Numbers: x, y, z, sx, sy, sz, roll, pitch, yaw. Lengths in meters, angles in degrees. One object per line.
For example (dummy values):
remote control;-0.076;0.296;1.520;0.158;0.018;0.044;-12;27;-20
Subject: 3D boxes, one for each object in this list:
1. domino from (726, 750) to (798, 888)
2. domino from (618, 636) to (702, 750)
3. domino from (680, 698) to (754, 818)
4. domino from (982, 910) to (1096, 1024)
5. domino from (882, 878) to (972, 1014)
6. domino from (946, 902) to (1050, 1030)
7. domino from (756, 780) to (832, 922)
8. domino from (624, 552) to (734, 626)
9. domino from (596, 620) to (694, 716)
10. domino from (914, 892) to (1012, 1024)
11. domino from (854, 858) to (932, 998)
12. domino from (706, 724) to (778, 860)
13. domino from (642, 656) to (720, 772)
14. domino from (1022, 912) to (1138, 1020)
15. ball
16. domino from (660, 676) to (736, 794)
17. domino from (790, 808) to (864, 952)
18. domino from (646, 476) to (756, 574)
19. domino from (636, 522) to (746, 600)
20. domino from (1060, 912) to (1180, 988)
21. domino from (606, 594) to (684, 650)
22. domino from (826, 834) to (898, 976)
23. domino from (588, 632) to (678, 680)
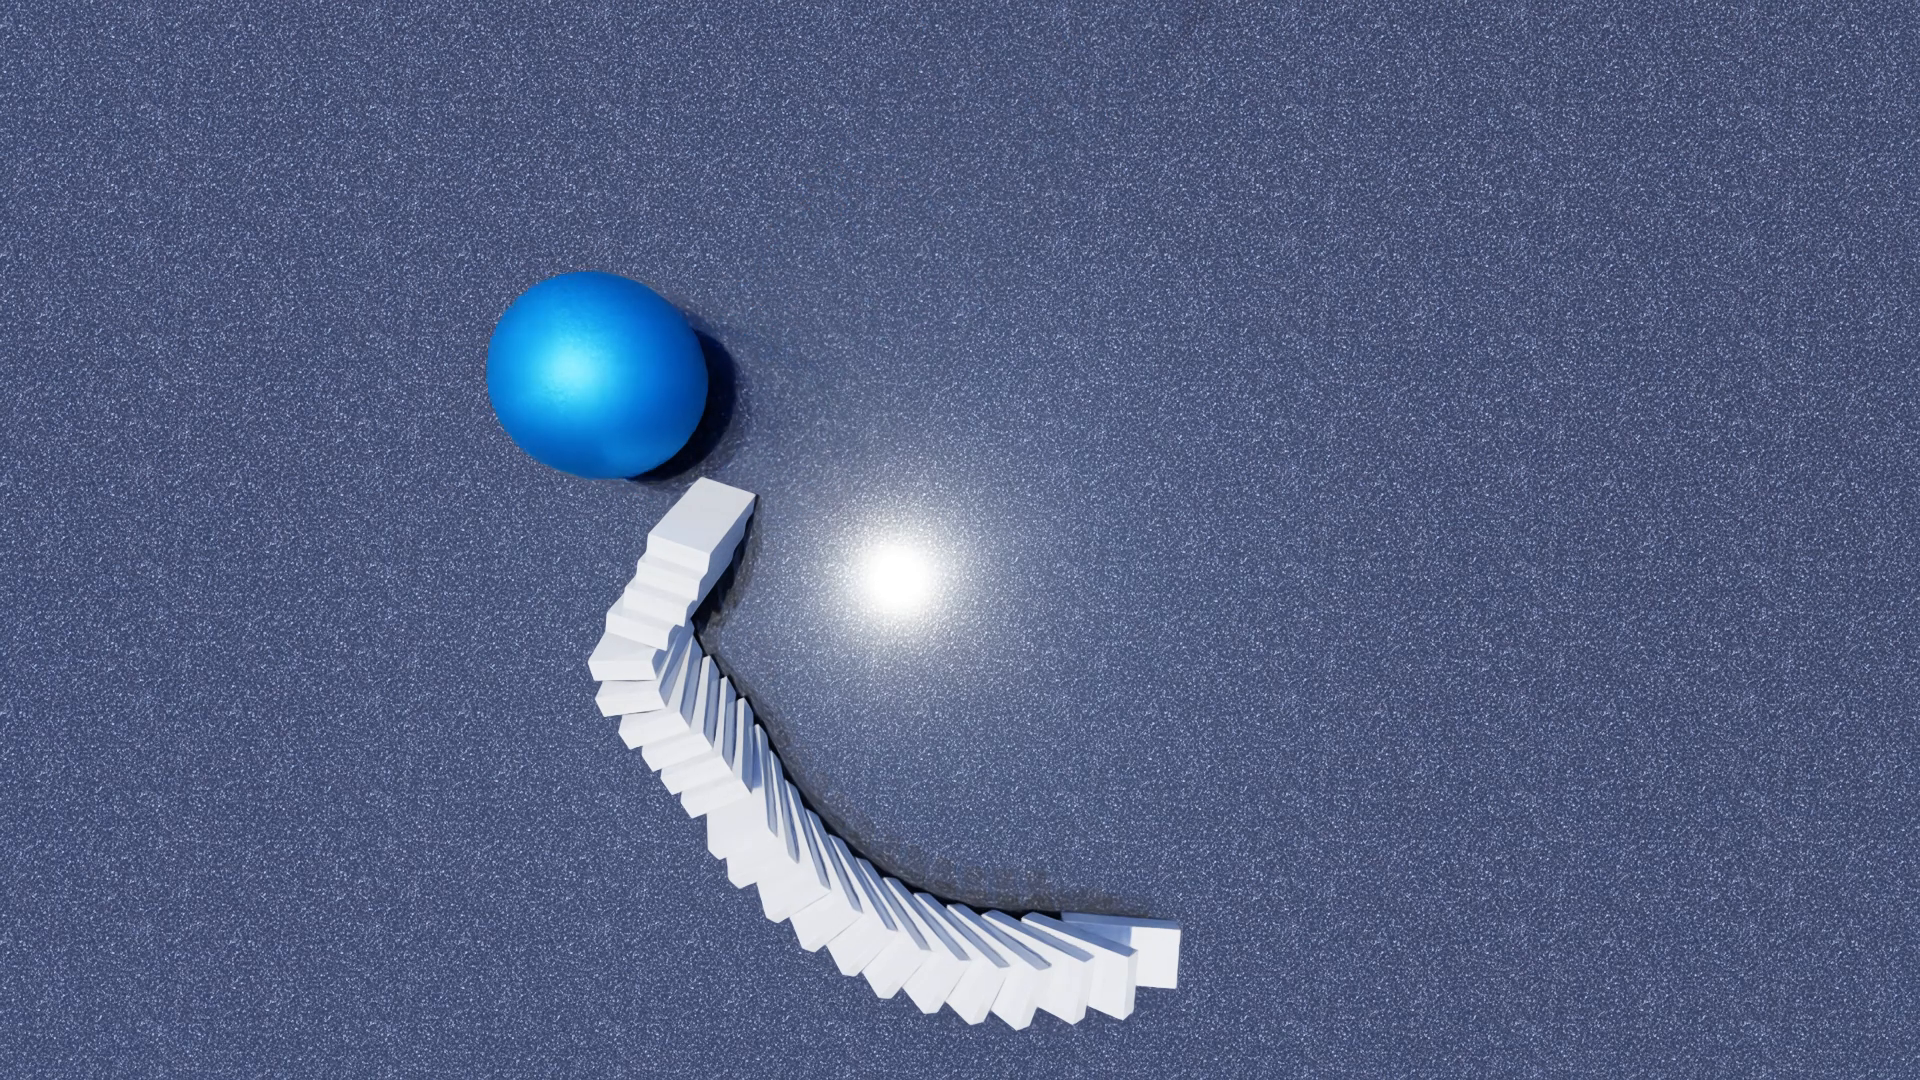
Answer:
domino;-0.084;0.115;0.379;0.025;0.010;0.050;-22;45;-1
domino;-0.122;0.061;0.376;0.025;0.050;0.009;-19;121;2
domino;-0.099;0.088;0.376;0.025;0.050;0.010;-21;121;0
domino;0.030;0.177;0.382;0.050;0.009;0.025;10;90;36
domino;-0.021;0.167;0.380;0.050;0.009;0.025;34;90;40
domino;0.011;0.176;0.381;0.050;0.009;0.025;21;90;39
domino;-0.074;0.128;0.380;0.025;0.010;0.050;-31;50;0
domino;-0.114;0.014;0.376;0.025;0.050;0.010;18;122;0
domino;-0.128;0.050;0.376;0.025;0.050;0.009;-8;122;4
domino;-0.005;0.173;0.381;0.050;0.009;0.025;27;90;39
domino;-0.036;0.160;0.381;0.025;0.010;0.050;-49;51;0
domino;-0.091;0.103;0.379;0.025;0.009;0.050;-20;45;1
domino;-0.114;0.070;0.376;0.025;0.050;0.010;-20;121;0
domino;0.048;0.176;0.381;0.050;0.009;0.025;5;90;36
ball;-0.140;-0.064;0.360;0.080;0.080;0.080;0;90;0
domino;-0.106;0.079;0.376;0.025;0.050;0.010;-20;121;0
domino;-0.062;0.140;0.381;0.025;0.010;0.050;-38;51;0
domino;-0.105;-0.007;0.376;0.025;0.050;0.010;18;122;0
domino;-0.109;0.003;0.376;0.025;0.050;0.009;18;122;0
domino;0.068;0.177;0.395;0.050;0.010;0.025;5;90;0
domino;-0.121;0.023;0.376;0.025;0.050;0.010;18;122;0
domino;-0.049;0.151;0.381;0.025;0.009;0.050;-45;51;0
domino;-0.130;0.037;0.376;0.025;0.050;0.010;-1;123;4
